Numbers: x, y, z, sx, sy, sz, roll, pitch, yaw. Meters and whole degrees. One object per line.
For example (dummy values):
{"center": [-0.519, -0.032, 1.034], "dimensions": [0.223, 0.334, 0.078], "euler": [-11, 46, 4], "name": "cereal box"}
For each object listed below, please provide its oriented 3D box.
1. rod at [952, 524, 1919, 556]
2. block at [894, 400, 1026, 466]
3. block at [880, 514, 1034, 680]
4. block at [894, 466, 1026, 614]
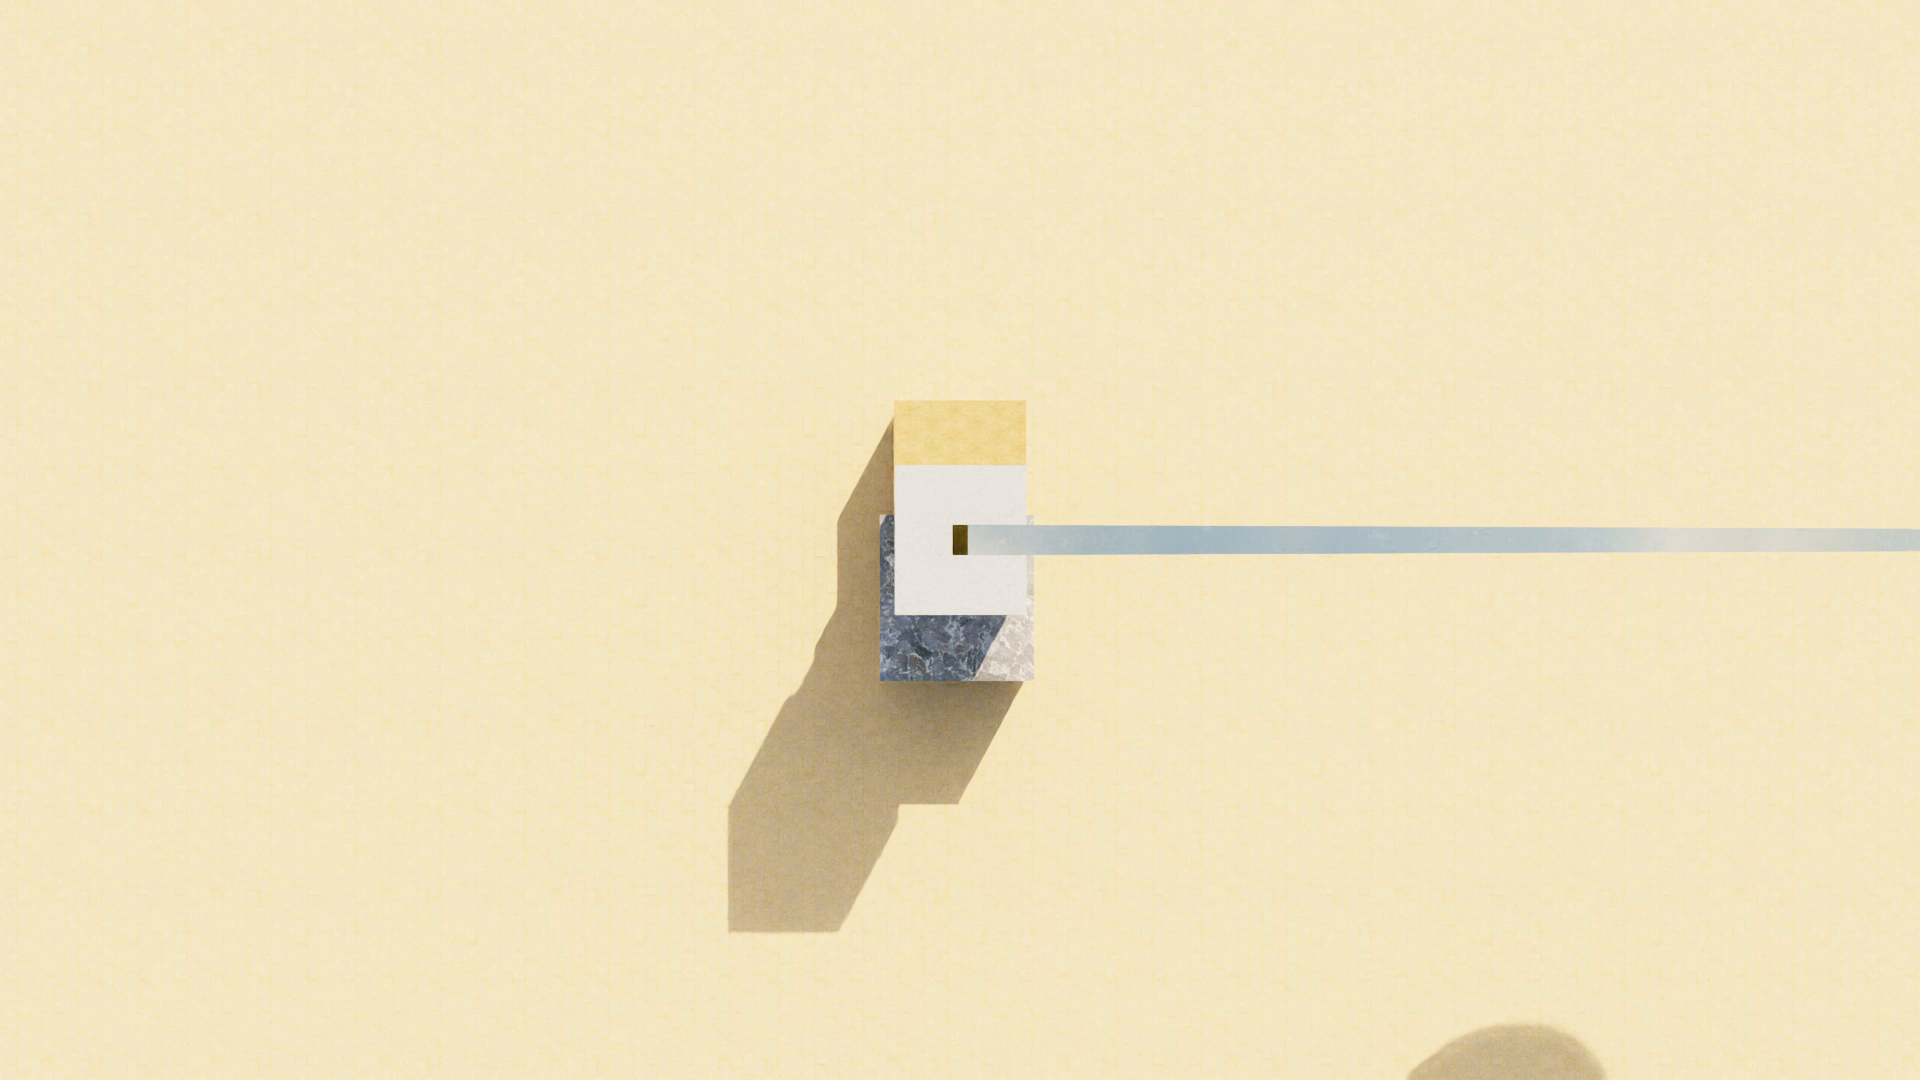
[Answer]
{"center": [2.234, 0.000, 7.090], "dimensions": [5.200, 0.080, 0.080], "euler": [0, 90, -31], "name": "rod"}
{"center": [0.000, -0.464, 12.646], "dimensions": [0.739, 0.707, 0.631], "euler": [0, 90, 0], "name": "block"}
{"center": [-0.017, 0.321, 12.584], "dimensions": [0.853, 0.832, 0.919], "euler": [0, 90, 0], "name": "block"}
{"center": [0.004, 0.000, 11.283], "dimensions": [0.655, 0.701, 0.745], "euler": [0, 90, 0], "name": "block"}
